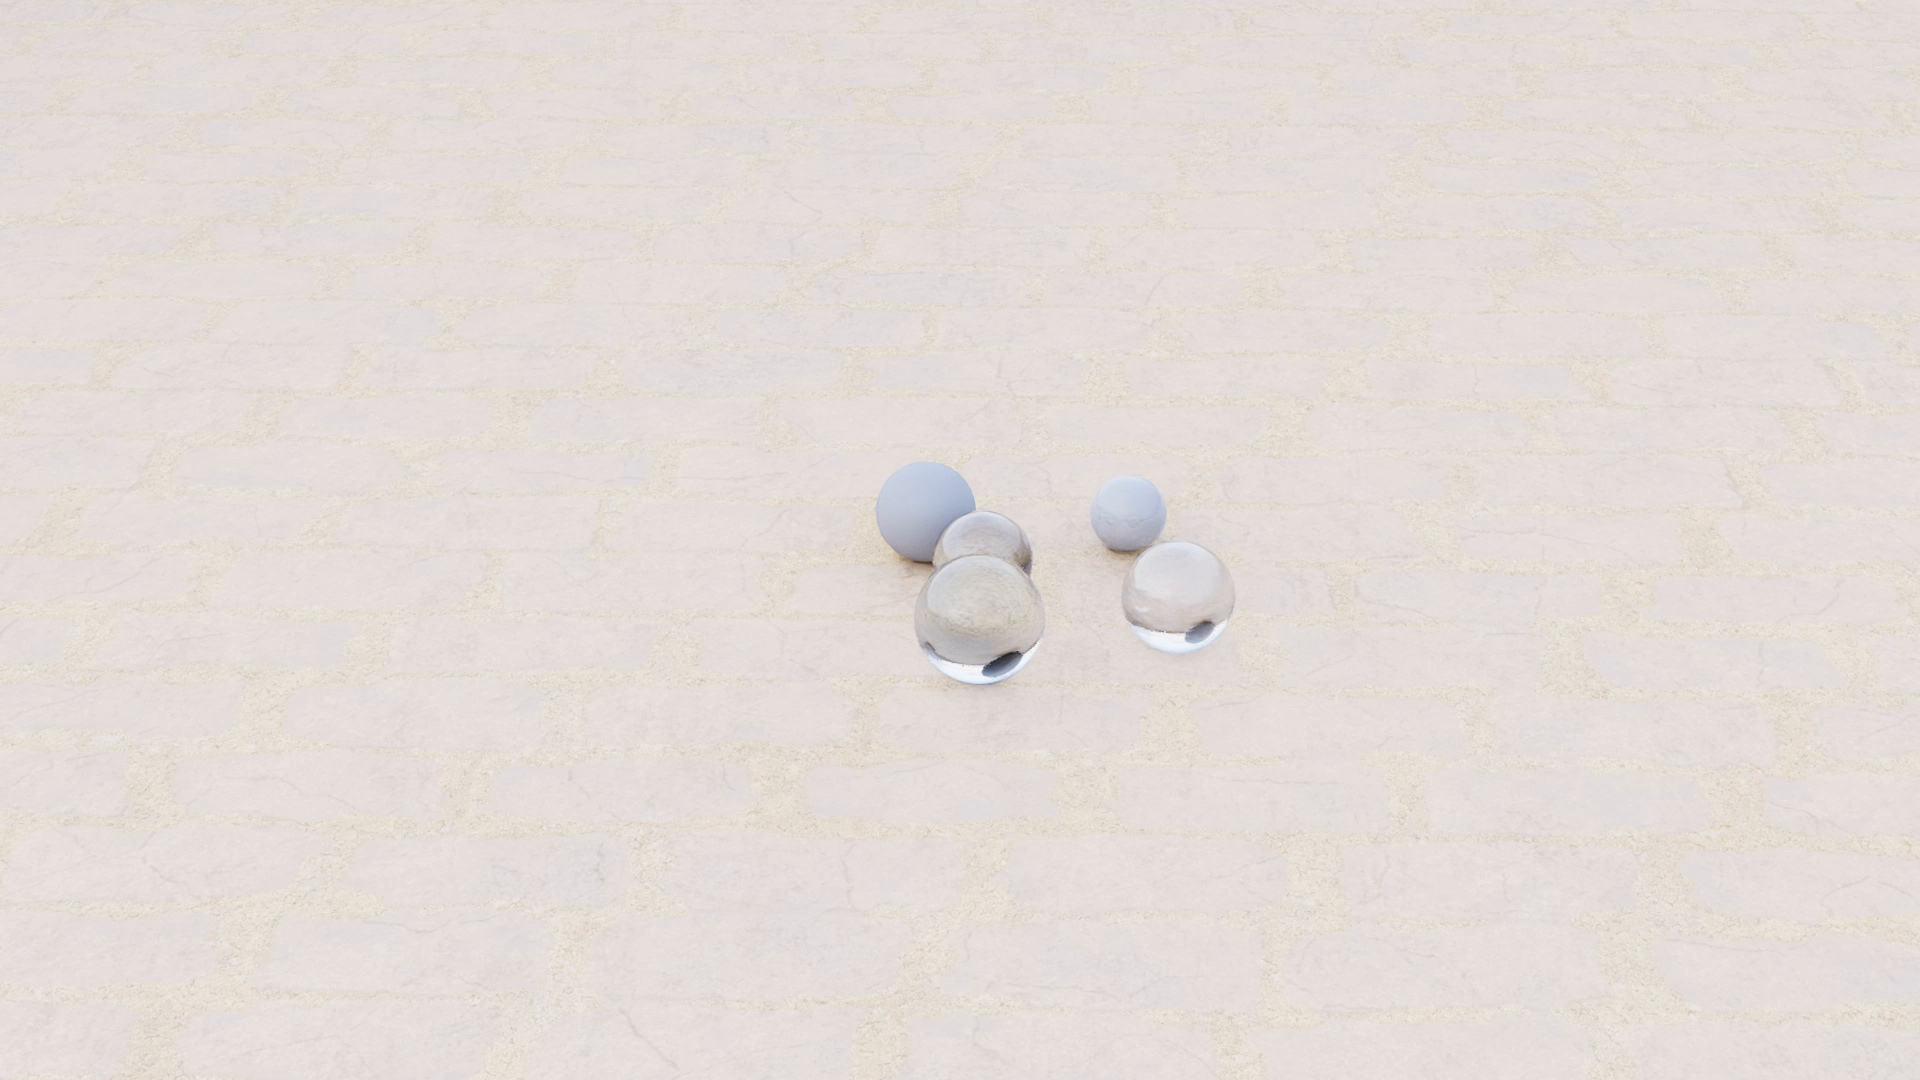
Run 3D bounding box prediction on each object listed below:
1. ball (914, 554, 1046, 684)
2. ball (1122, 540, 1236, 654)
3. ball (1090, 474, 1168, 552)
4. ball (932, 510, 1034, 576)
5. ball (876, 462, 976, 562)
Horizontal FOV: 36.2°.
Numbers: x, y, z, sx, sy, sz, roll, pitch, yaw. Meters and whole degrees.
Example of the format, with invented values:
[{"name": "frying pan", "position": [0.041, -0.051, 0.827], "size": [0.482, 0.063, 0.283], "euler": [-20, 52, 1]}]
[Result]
[{"name": "ball", "position": [0.011, 0.044, 1.624], "size": [0.072, 0.072, 0.072], "euler": [0, 29, 0]}, {"name": "ball", "position": [0.123, 0.032, 1.654], "size": [0.064, 0.064, 0.064], "euler": [0, 29, 0]}, {"name": "ball", "position": [0.101, -0.016, 1.758], "size": [0.046, 0.046, 0.046], "euler": [0, 29, 0]}, {"name": "ball", "position": [0.013, 0.012, 1.696], "size": [0.058, 0.058, 0.058], "euler": [0, 29, 0]}, {"name": "ball", "position": [-0.020, -0.017, 1.745], "size": [0.060, 0.060, 0.060], "euler": [0, 29, 0]}]
